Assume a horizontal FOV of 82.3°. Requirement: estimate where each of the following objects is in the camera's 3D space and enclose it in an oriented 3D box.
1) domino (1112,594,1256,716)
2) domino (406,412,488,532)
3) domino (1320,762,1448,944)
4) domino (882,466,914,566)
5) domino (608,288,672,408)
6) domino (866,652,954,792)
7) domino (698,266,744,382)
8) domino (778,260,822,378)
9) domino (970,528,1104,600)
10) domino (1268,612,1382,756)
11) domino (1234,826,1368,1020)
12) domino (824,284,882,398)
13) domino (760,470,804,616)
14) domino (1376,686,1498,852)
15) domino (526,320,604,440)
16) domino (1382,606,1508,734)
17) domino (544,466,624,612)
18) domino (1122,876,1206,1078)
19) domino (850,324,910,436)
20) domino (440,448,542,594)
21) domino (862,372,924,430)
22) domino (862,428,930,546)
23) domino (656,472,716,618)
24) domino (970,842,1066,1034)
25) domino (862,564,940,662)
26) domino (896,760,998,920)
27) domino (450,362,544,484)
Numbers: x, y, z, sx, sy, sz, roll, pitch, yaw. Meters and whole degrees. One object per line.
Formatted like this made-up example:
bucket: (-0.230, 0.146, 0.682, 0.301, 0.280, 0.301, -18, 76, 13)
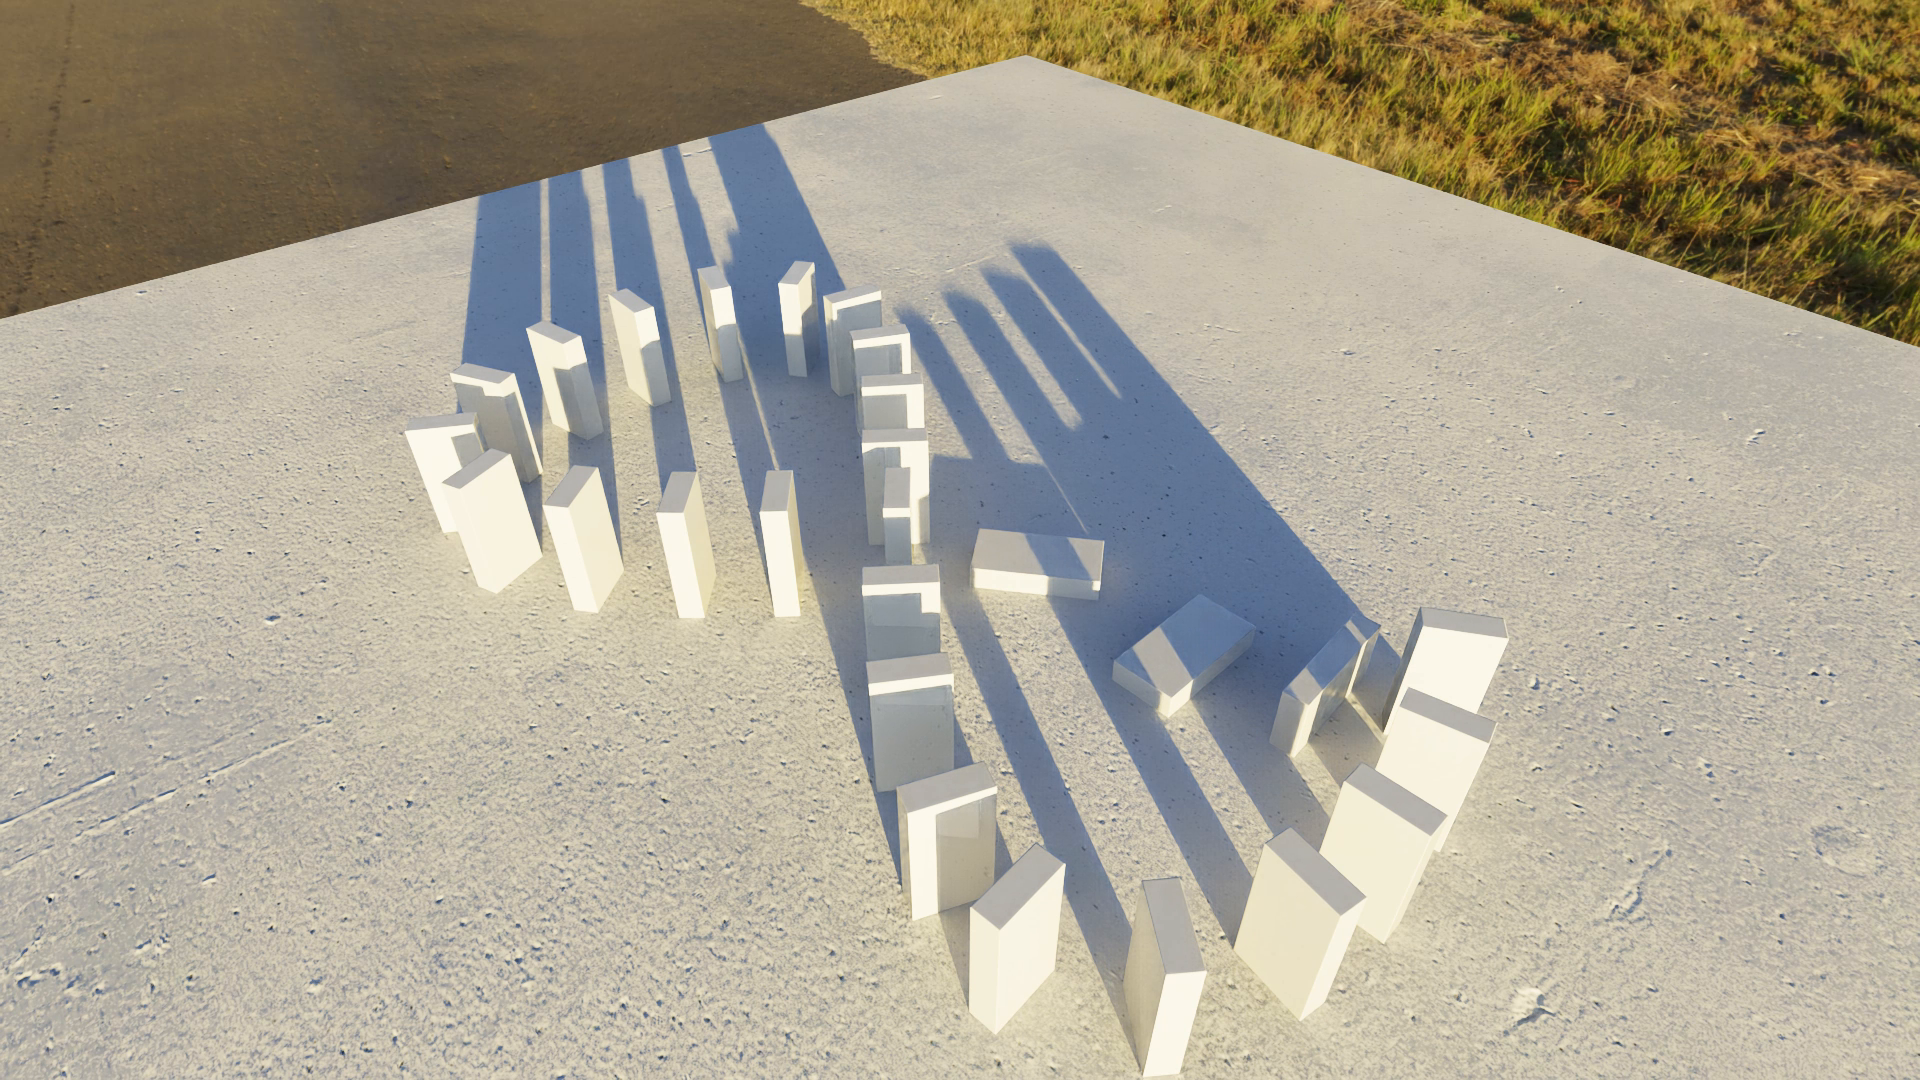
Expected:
domino: (0.081, 0.040, 0.394, 0.050, 0.010, 0.025, -32, 49, -33)
domino: (-0.202, -0.027, 0.444, 0.025, 0.050, 0.010, -7, 40, -8)
domino: (0.115, 0.087, 0.305, 0.010, 0.050, 0.025, -32, 49, -33)
domino: (-0.023, 0.000, 0.411, 0.009, 0.050, 0.025, -1, 39, -1)
domino: (-0.152, -0.091, 0.523, 0.009, 0.050, 0.025, -29, 48, -31)
domino: (-0.015, 0.057, 0.342, 0.025, 0.050, 0.010, -6, 40, -7)
domino: (-0.118, -0.106, 0.541, 0.009, 0.050, 0.025, -16, 42, -19)
domino: (-0.079, -0.109, 0.545, 0.009, 0.050, 0.025, 8, 40, 9)
domino: (0.030, 0.009, 0.432, 0.050, 0.010, 0.025, 6, 40, 7)
domino: (0.124, 0.048, 0.372, 0.009, 0.025, 0.050, 30, 48, 32)
domino: (0.088, 0.101, 0.288, 0.010, 0.050, 0.025, -23, 45, -25)
domino: (-0.050, -0.096, 0.528, 0.025, 0.050, 0.010, -21, 44, -24)
domino: (-0.066, 0.002, 0.409, 0.010, 0.050, 0.025, -1, 39, -2)
domino: (0.138, 0.069, 0.327, 0.025, 0.050, 0.009, 23, 44, 25)
domino: (-0.179, -0.072, 0.500, 0.025, 0.050, 0.009, 24, 45, 27)
domino: (0.156, 0.045, 0.357, 0.025, 0.050, 0.009, 8, 40, 10)
domino: (-0.140, 0.000, 0.412, 0.009, 0.050, 0.025, 6, 40, 7)
domino: (0.051, 0.110, 0.277, 0.009, 0.050, 0.025, -3, 39, -4)
domino: (-0.035, -0.072, 0.499, 0.025, 0.050, 0.010, -10, 40, -12)
domino: (-0.178, -0.007, 0.420, 0.010, 0.050, 0.025, 17, 42, 20)
domino: (-0.028, -0.046, 0.468, 0.025, 0.050, 0.010, -4, 39, -5)
domino: (-0.025, -0.021, 0.437, 0.025, 0.050, 0.009, -2, 39, -3)
domino: (-0.101, 0.002, 0.409, 0.010, 0.050, 0.025, 0, 39, 0)
domino: (0.014, 0.104, 0.285, 0.009, 0.050, 0.025, 30, 48, 31)
domino: (-0.019, 0.031, 0.374, 0.025, 0.050, 0.009, -2, 39, -3)
domino: (-0.004, 0.085, 0.308, 0.025, 0.050, 0.010, -13, 41, -16)
domino: (-0.198, -0.050, 0.472, 0.025, 0.050, 0.009, 14, 41, 16)
